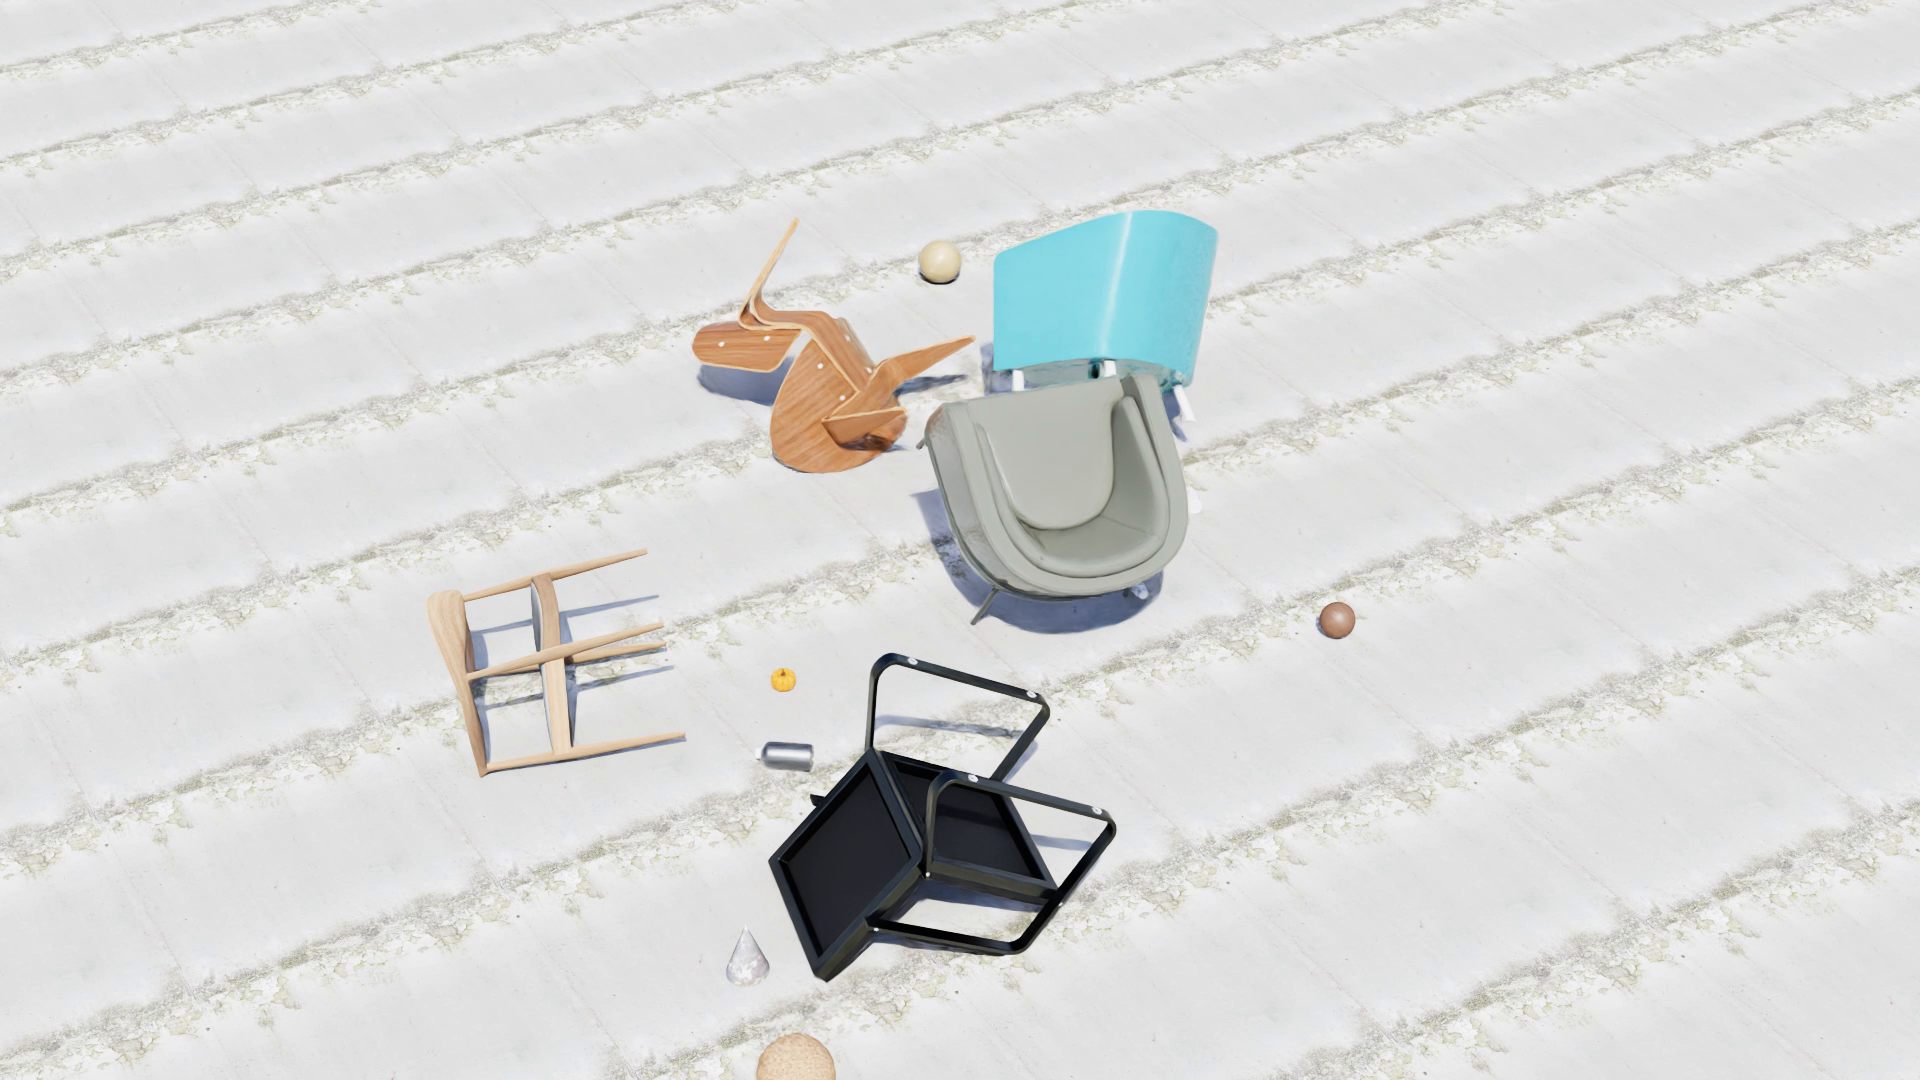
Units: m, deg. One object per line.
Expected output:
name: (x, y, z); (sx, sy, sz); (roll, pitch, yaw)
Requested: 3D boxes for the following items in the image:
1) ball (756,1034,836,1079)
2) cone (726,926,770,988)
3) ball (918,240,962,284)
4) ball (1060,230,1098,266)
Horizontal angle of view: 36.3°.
ball: (-0.471, 1.531, 8.414); (0.228, 0.228, 0.228); (0, 33, 0)
cone: (-0.648, 1.236, 8.900); (0.133, 0.185, 0.157); (5, 34, 8)
ball: (-0.085, -1.196, 12.589); (0.188, 0.188, 0.188); (0, 33, 0)
ball: (0.515, -1.265, 12.719); (0.160, 0.160, 0.160); (0, 33, 0)
